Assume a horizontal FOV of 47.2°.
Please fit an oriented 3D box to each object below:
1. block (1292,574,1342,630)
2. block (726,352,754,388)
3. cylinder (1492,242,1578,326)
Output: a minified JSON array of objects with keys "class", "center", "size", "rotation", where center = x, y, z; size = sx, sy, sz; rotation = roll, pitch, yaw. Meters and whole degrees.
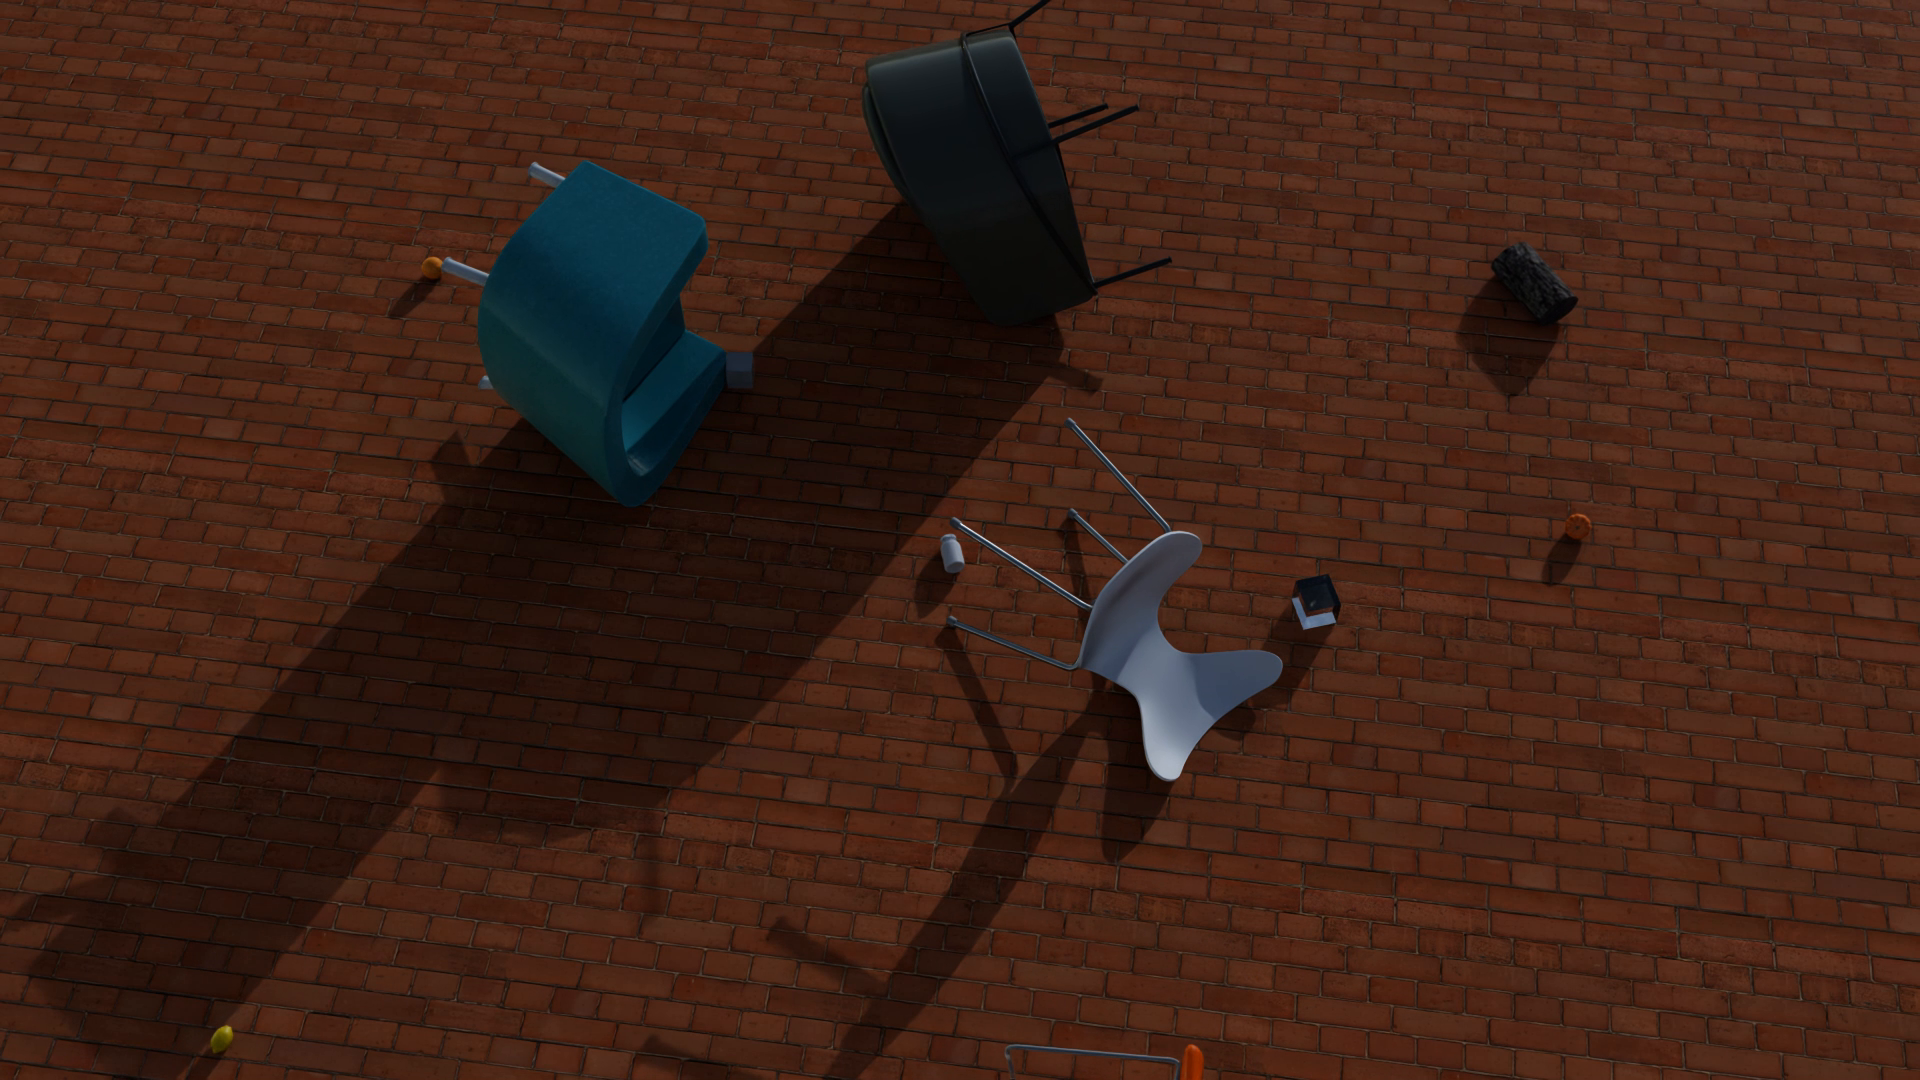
[{"class":"block","center":[1.036,0.180,6.395],"size":[0.101,0.097,0.110],"rotation":[-12,57,-8]},{"class":"block","center":[-0.687,-0.531,6.879],"size":[0.080,0.085,0.076],"rotation":[1,56,0]},{"class":"cylinder","center":[1.843,-0.823,7.059],"size":[0.144,0.111,0.261],"rotation":[-30,60,-6]}]
